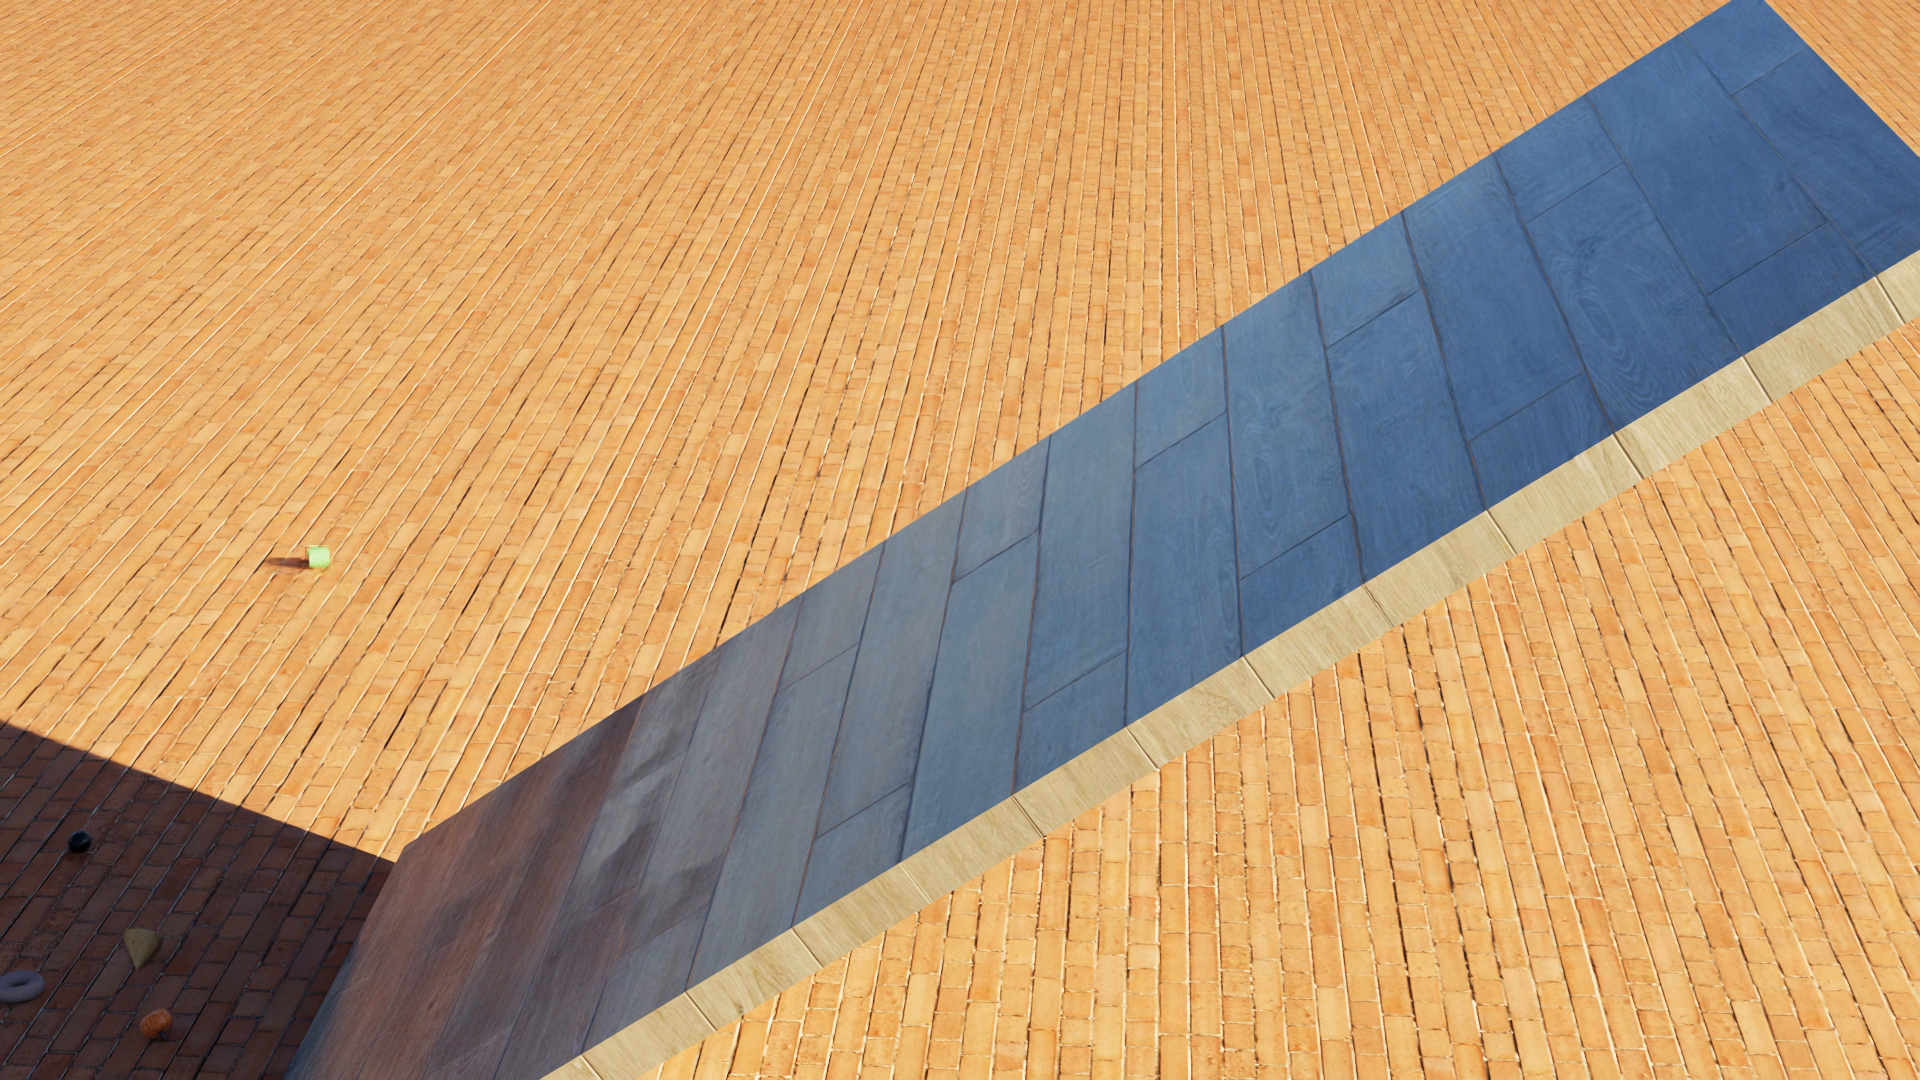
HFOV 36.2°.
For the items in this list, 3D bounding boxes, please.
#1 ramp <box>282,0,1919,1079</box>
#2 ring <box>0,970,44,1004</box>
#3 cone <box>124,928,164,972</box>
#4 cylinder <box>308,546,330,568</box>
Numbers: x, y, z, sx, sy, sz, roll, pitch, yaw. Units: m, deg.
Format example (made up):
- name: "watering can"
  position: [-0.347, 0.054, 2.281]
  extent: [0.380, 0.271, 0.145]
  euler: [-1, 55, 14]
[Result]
- name: "ramp"
  position: [0.136, 0.174, 6.306]
  extent: [4.000, 0.100, 2.000]
  euler: [-32, 16, 15]
- name: "ring"
  position: [-2.297, 1.090, 7.176]
  extent: [0.122, 0.041, 0.122]
  euler: [-1, 21, 0]
- name: "cone"
  position: [-2.041, 1.034, 7.316]
  extent: [0.098, 0.098, 0.098]
  euler: [0, 48, 0]
- name: "cylinder"
  position: [-2.133, 0.058, 9.787]
  extent: [0.065, 0.065, 0.065]
  euler: [-6, 22, -15]
